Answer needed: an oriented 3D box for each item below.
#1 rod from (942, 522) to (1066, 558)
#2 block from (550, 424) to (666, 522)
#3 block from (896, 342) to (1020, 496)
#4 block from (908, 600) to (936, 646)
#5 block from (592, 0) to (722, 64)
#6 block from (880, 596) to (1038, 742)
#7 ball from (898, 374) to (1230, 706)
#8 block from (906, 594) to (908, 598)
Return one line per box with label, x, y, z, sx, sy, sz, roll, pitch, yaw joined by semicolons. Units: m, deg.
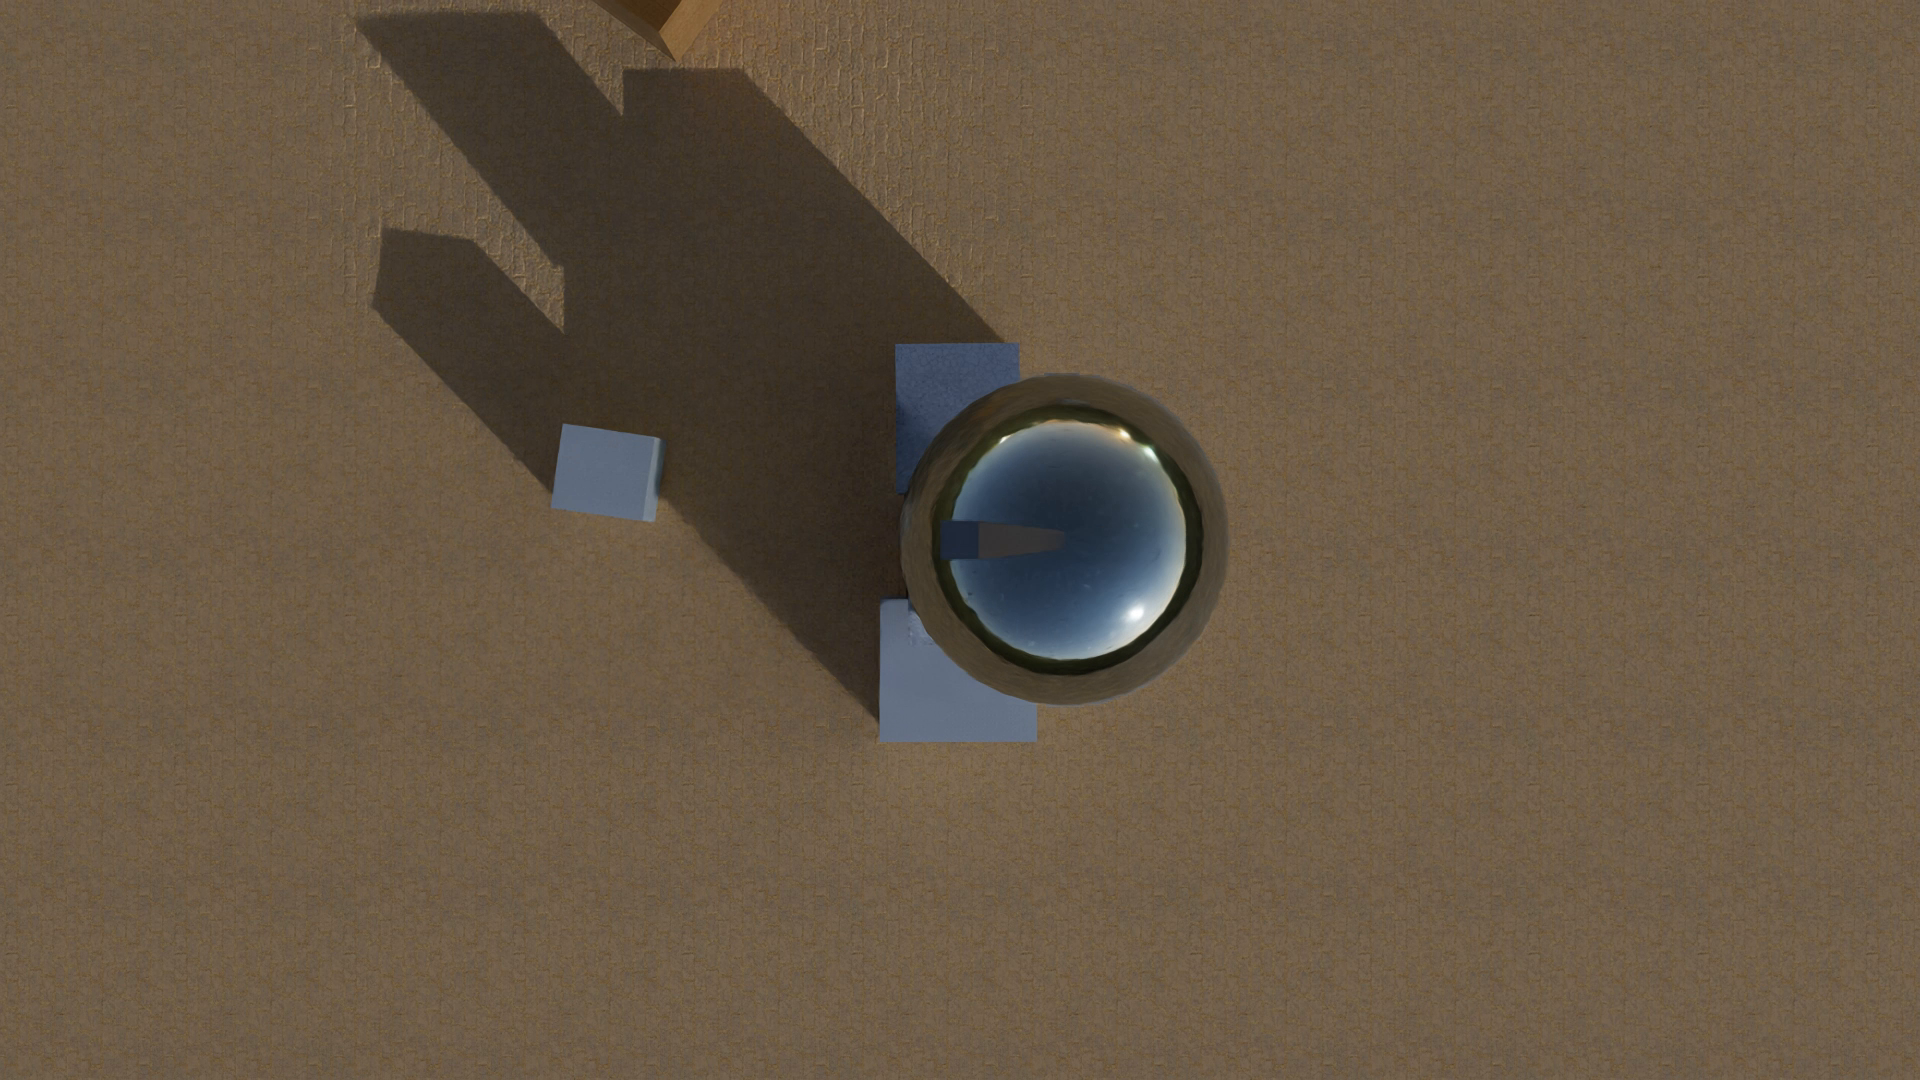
rod;0.217;0.000;7.226;0.080;5.200;0.080;0;90;5
block;-2.030;-0.385;12.746;0.528;0.507;0.485;8;90;0
block;-0.012;-0.681;12.640;0.693;0.720;0.836;-1;90;0
block;0.009;0.178;11.914;0.569;0.572;0.631;-1;69;0
block;-1.730;-3.366;12.601;0.742;0.799;0.813;36;90;0
block;-0.010;0.721;12.582;0.871;0.837;0.792;0;90;0
ball;0.501;0.000;10.614;1.600;1.600;1.600;0;90;0
block;0.009;0.029;12.648;0.631;0.703;0.578;0;90;0
